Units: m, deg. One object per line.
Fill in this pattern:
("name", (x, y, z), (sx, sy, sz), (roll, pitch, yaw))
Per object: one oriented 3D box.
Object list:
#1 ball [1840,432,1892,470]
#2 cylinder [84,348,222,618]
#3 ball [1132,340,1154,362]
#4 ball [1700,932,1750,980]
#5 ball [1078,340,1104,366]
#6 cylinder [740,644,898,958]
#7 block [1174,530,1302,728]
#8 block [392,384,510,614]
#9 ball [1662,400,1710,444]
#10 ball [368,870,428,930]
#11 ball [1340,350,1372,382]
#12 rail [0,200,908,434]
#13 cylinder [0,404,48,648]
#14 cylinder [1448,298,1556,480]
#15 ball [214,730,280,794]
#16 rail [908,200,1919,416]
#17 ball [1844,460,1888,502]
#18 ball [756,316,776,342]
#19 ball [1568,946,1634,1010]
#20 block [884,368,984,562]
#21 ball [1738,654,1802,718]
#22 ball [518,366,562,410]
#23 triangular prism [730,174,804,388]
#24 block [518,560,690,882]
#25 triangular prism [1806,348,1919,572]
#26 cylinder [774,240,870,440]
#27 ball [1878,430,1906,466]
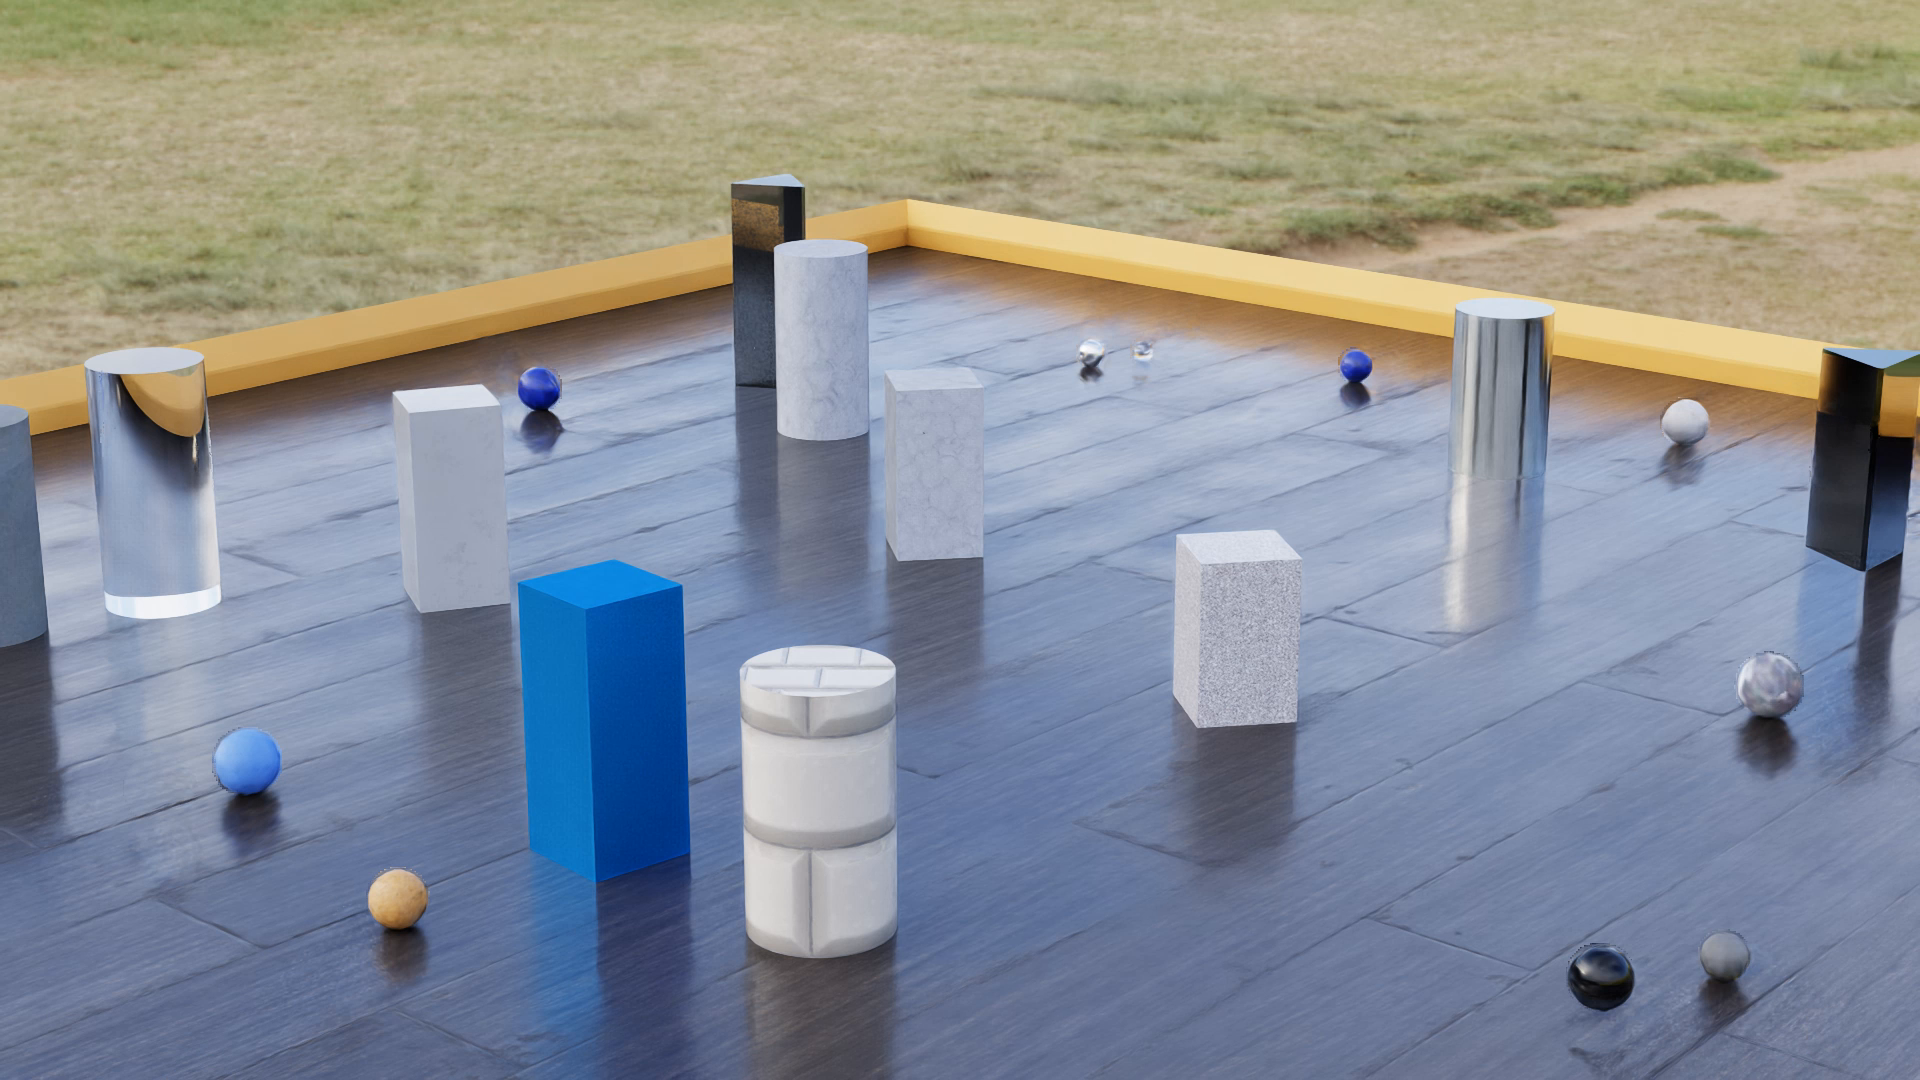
("ball", (1.803, -0.167, 5.833), (0.098, 0.098, 0.098), (0, 17, 0))
("cylinder", (-1.385, -0.100, 5.039), (0.197, 0.429, 0.197), (0, 17, 0))
("ball", (0.424, -0.438, 6.819), (0.049, 0.049, 0.049), (0, 17, 0))
("ball", (0.948, 0.516, 3.634), (0.060, 0.060, 0.060), (0, 17, 0))
("ball", (0.304, -0.432, 6.777), (0.061, 0.061, 0.061), (0, 17, 0))
("cylinder", (-0.179, 0.332, 3.744), (0.197, 0.350, 0.197), (0, 17, 0))
("block", (0.428, 0.136, 4.544), (0.157, 0.263, 0.157), (-3, 17, -9))
("block", (-0.881, -0.073, 5.080), (0.157, 0.355, 0.157), (-6, 18, -20))
("ball", (1.511, -0.245, 6.100), (0.094, 0.094, 0.094), (0, 17, 0))
("ball", (-0.725, 0.464, 3.781), (0.076, 0.076, 0.076), (0, 17, 0))
("ball", (0.896, -0.394, 6.632), (0.073, 0.073, 0.073), (0, 17, 0))
("rail", (-1.641, -0.379, 6.484), (0.045, 0.128, 4.610), (14, 22, 39))
("cylinder", (-1.639, -0.024, 4.889), (0.197, 0.370, 0.197), (0, 17, 0))
("cylinder", (1.087, -0.305, 5.895), (0.197, 0.328, 0.197), (0, 17, 0))
("ball", (-1.027, 0.320, 4.227), (0.094, 0.094, 0.094), (0, 17, 0))
("rail", (1.496, -0.465, 6.769), (4.393, 0.128, 0.045), (14, 22, 39))
("ball", (1.760, -0.116, 5.694), (0.082, 0.082, 0.082), (0, 17, 0))
("ball", (-0.458, -0.503, 7.012), (0.063, 0.063, 0.063), (0, 17, 0))
("ball", (0.777, 0.531, 3.554), (0.079, 0.079, 0.079), (0, 17, 0))
("block", (-0.048, -0.140, 5.365), (0.157, 0.318, 0.157), (-3, 17, -9))
("ball", (1.252, 0.225, 4.533), (0.098, 0.098, 0.098), (0, 17, 0))
("ball", (-0.916, -0.329, 6.380), (0.094, 0.094, 0.094), (0, 17, 0))
("triangular prism", (-0.405, -0.582, 6.586), (0.170, 0.460, 0.148), (5, 17, 15))
("block", (-0.481, 0.243, 3.978), (0.157, 0.385, 0.157), (-14, 22, -40))
("triangular prism", (1.619, -0.155, 5.316), (0.148, 0.374, 0.170), (14, 22, 38))
("cylinder", (-0.291, -0.423, 6.182), (0.197, 0.389, 0.197), (0, 17, 0))
("ball", (1.881, -0.186, 5.945), (0.072, 0.072, 0.072), (0, 17, 0))
